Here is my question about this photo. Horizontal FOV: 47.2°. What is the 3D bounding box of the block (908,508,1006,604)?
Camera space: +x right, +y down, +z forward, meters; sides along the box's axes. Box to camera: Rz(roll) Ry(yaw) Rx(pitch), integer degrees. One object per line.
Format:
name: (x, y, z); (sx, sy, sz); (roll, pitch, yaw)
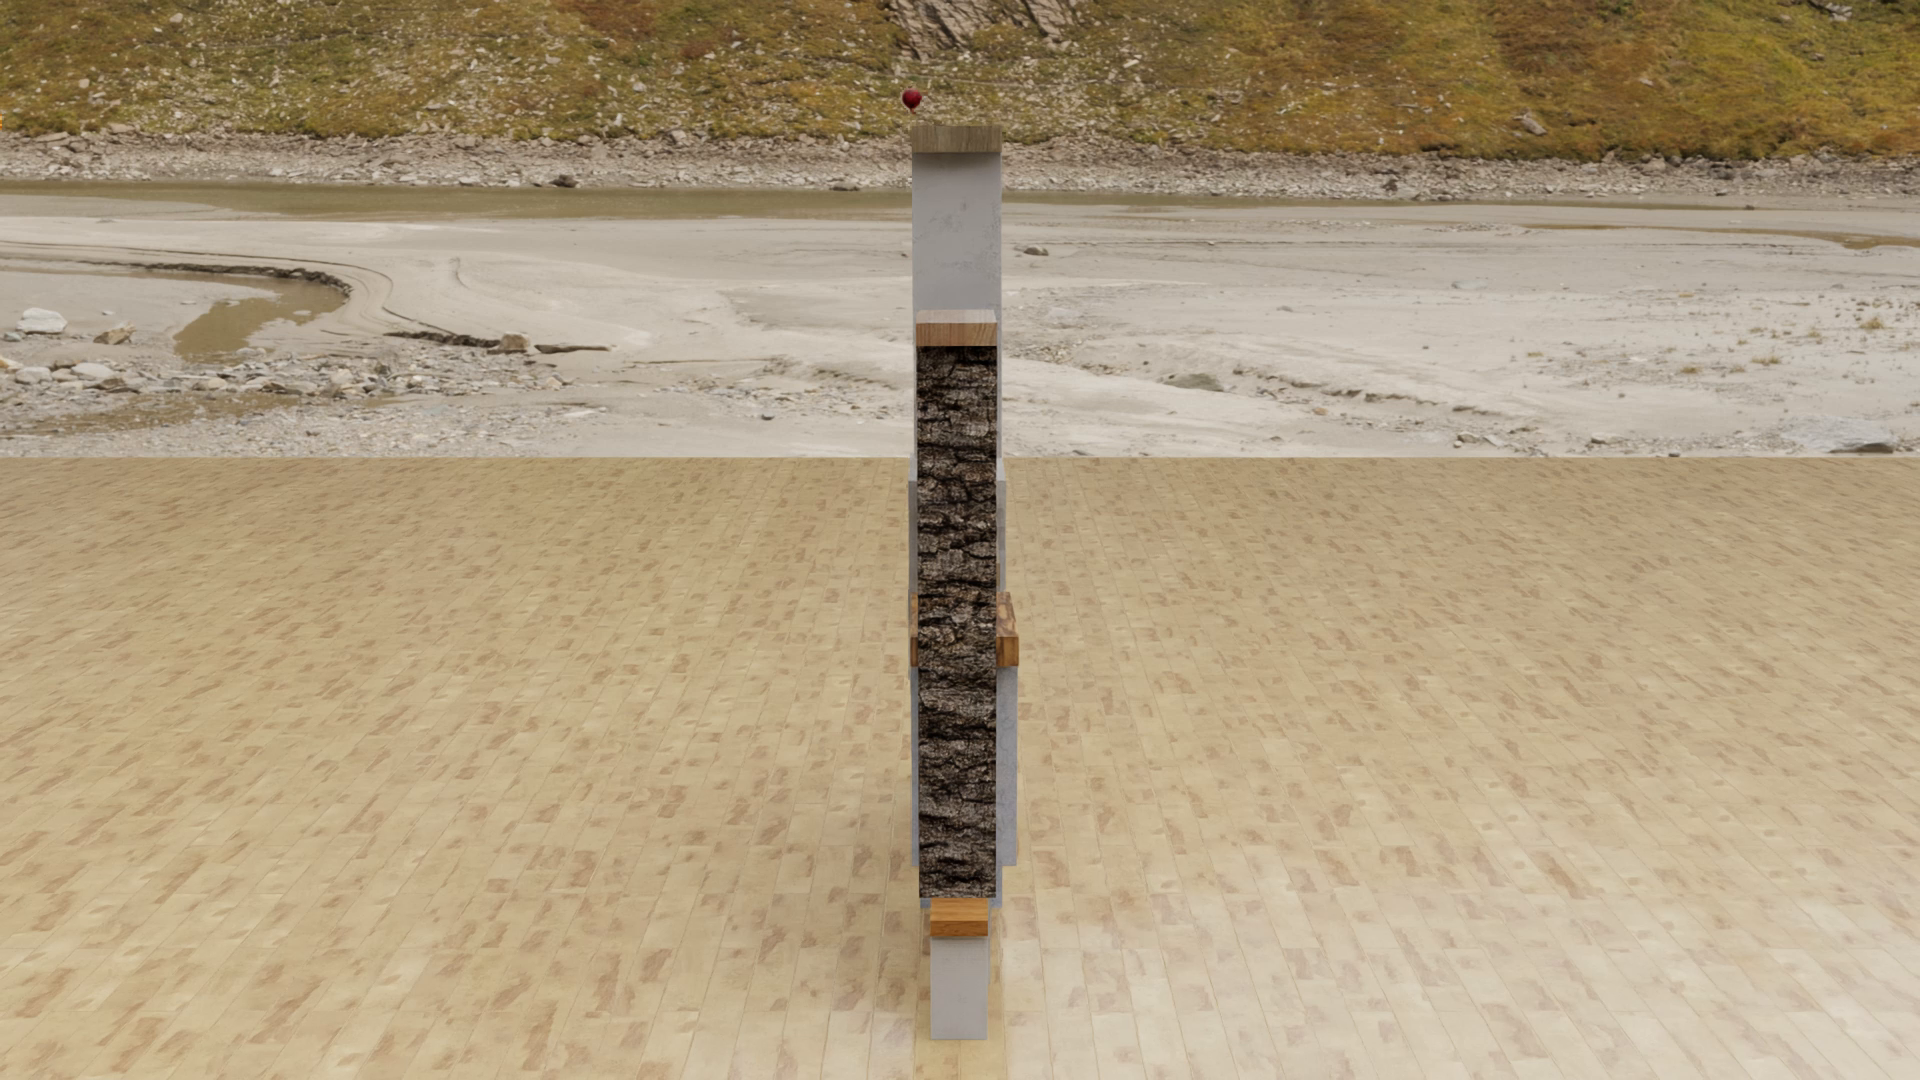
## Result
block: (-0.004, 0.098, 3.748); (0.163, 0.327, 0.046); (0, 11, 0)

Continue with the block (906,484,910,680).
block: (-0.012, 0.074, 3.965); (0.163, 0.360, 0.046); (0, 11, 1)

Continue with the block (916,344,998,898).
block: (-0.004, 0.119, 3.063); (0.109, 0.786, 0.031); (0, 11, 0)

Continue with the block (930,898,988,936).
block: (-0.001, 0.521, 3.111); (0.079, 0.022, 0.158); (0, 11, 0)

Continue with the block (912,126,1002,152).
block: (-0.006, -0.648, 3.550); (0.141, 0.040, 0.282); (0, 11, 0)

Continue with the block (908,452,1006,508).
block: (-0.007, -0.106, 3.820); (0.163, 0.046, 0.327); (0, 11, -1)

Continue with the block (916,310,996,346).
block: (-0.006, -0.296, 3.059); (0.109, 0.031, 0.218); (0, 11, 0)

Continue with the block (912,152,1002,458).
block: (-0.005, -0.373, 3.506); (0.141, 0.484, 0.040); (0, 11, 0)

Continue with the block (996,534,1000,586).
block: (0.001, 0.031, 3.549); (0.124, 0.035, 0.248); (0, 11, 0)

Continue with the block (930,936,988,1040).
block: (-0.001, 0.620, 3.075); (0.079, 0.158, 0.022); (0, 11, 0)

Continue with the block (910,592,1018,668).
block: (0.004, 0.131, 3.279); (0.154, 0.044, 0.308); (0, 11, -1)

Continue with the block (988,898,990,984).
block: (0.003, 0.577, 3.273); (0.085, 0.169, 0.024); (0, 11, 0)

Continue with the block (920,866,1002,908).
block: (0.003, 0.468, 3.594); (0.134, 0.268, 0.038); (0, 11, 0)

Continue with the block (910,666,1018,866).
block: (0.006, 0.322, 3.211); (0.154, 0.308, 0.044); (0, 11, 0)

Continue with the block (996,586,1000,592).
block: (0.001, 0.185, 3.494); (0.124, 0.247, 0.035); (0, 11, 0)
